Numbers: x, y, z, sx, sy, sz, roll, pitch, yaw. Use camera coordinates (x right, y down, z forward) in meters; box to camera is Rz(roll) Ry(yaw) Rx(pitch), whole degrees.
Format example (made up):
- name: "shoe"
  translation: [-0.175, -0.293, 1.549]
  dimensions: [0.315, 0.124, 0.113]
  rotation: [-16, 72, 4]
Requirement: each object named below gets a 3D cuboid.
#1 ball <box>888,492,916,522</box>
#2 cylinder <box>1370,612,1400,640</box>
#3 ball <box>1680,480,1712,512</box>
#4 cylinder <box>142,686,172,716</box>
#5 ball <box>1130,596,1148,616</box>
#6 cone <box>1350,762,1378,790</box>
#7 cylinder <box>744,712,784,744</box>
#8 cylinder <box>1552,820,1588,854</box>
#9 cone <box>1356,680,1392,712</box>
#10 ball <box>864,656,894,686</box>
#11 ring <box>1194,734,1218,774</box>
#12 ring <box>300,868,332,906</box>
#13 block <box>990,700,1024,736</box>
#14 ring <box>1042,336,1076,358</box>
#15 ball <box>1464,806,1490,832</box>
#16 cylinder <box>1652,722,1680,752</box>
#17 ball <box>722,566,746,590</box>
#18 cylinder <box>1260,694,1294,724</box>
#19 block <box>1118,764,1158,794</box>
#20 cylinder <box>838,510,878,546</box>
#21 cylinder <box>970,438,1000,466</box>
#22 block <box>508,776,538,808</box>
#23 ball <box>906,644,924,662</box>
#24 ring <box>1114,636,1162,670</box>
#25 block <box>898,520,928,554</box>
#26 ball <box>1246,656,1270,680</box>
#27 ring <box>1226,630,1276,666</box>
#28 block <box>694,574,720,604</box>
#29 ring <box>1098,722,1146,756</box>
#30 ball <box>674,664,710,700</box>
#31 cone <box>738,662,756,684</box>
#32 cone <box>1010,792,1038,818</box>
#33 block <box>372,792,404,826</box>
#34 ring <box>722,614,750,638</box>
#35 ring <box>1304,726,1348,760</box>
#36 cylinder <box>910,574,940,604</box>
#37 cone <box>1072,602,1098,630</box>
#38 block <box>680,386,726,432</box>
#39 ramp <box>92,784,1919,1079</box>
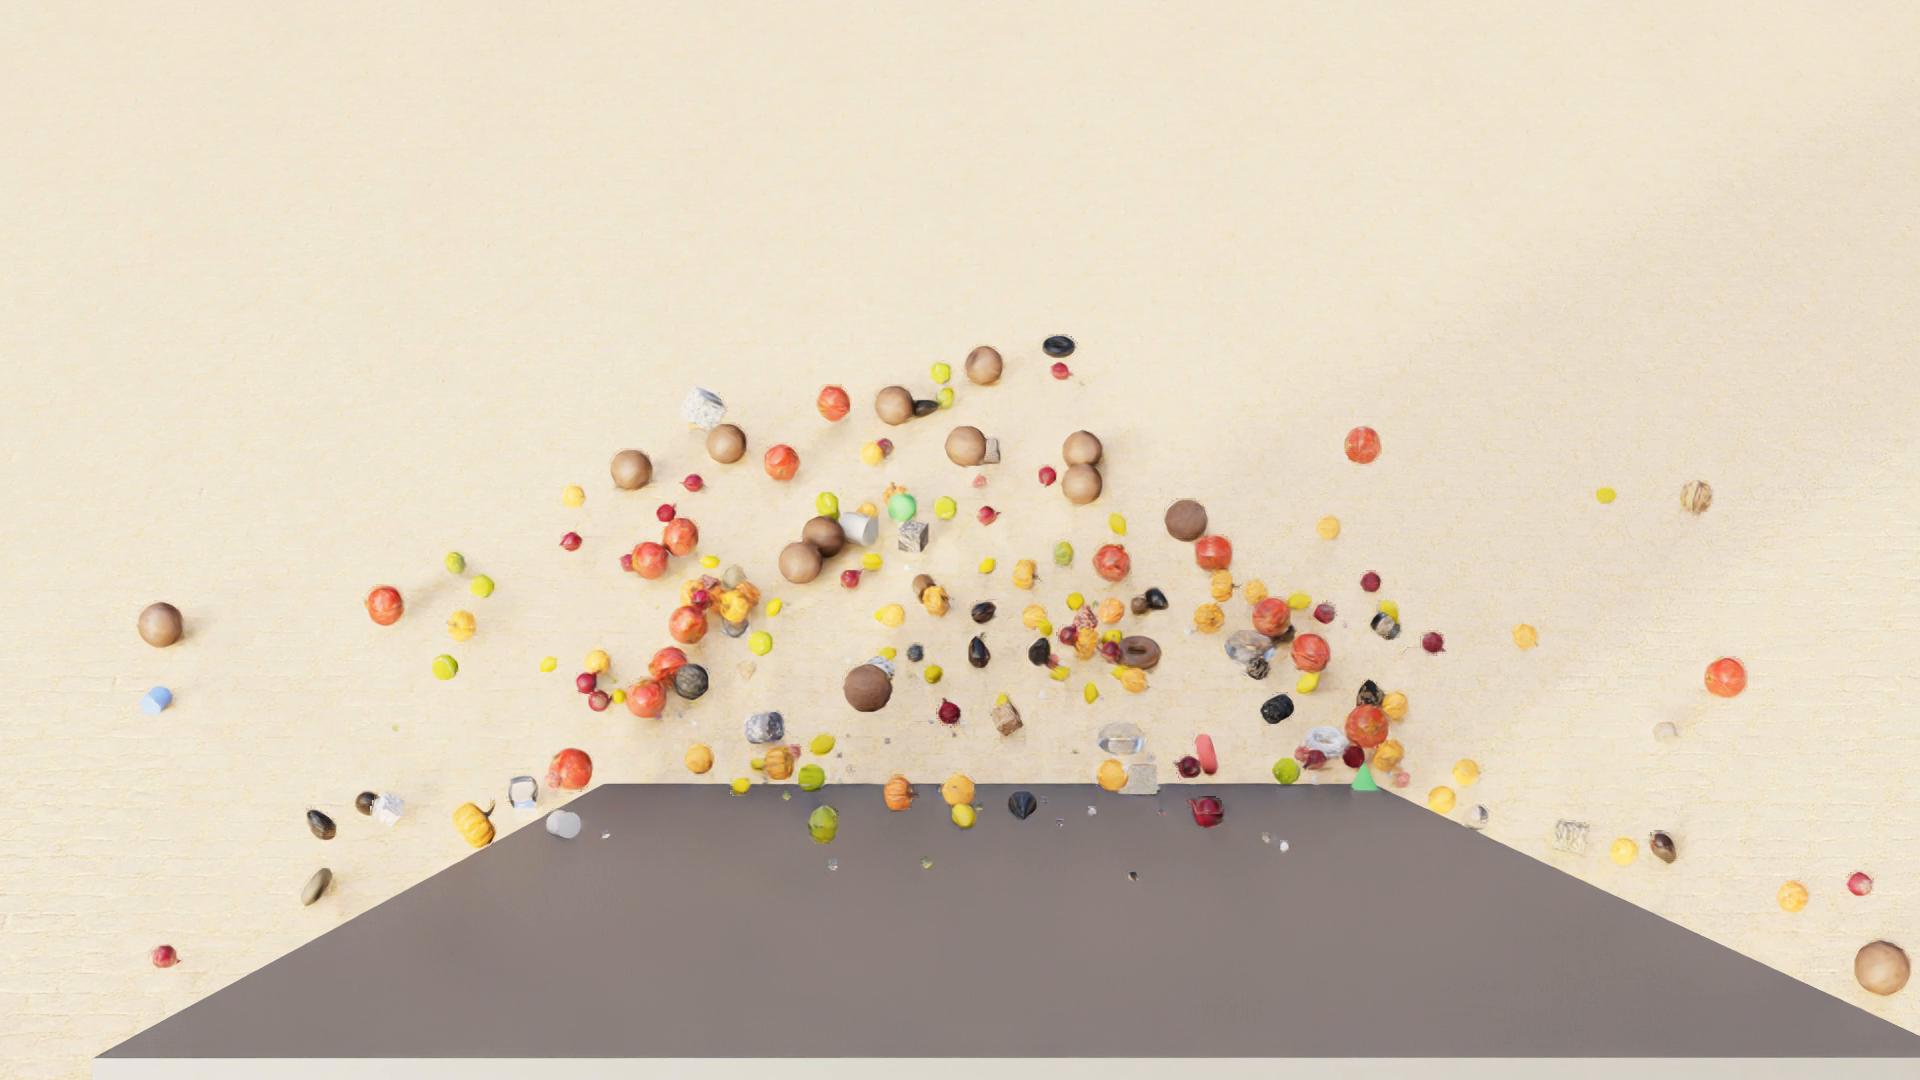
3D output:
- name: "ball"
  translation: [-0.177, -0.100, 7.953]
  dimensions: [0.089, 0.089, 0.089]
  rotation: [0, 33, 0]
- name: "cylinder"
  translation: [1.221, 0.249, 7.445]
  dimensions: [0.060, 0.060, 0.060]
  rotation: [-17, 36, -24]
- name: "ball"
  translation: [2.271, -0.136, 8.000]
  dimensions: [0.097, 0.097, 0.097]
  rotation: [0, 33, 0]
- name: "cylinder"
  translation: [-2.214, 0.442, 7.152]
  dimensions: [0.060, 0.060, 0.060]
  rotation: [11, 35, 16]
- name: "ball"
  translation: [0.520, 0.191, 7.541]
  dimensions: [0.055, 0.055, 0.055]
  rotation: [0, 33, 0]
- name: "cone"
  translation: [1.025, 0.595, 6.579]
  dimensions: [0.070, 0.070, 0.070]
  rotation: [0, -1, 0]
- name: "cylinder"
  translation: [-0.529, 0.507, 7.007]
  dimensions: [0.079, 0.079, 0.079]
  rotation: [-12, 25, 31]
- name: "cylinder"
  translation: [1.564, 0.763, 6.649]
  dimensions: [0.077, 0.077, 0.077]
  rotation: [10, 35, 15]
- name: "cone"
  translation: [1.162, 0.442, 7.169]
  dimensions: [0.092, 0.092, 0.092]
  rotation: [17, 26, -25]
- name: "ball"
  translation: [-0.221, 0.359, 7.091]
  dimensions: [0.084, 0.084, 0.084]
  rotation: [0, 33, 0]
- name: "ring"
  translation: [0.652, 0.567, 6.863]
  dimensions: [0.038, 0.114, 0.114]
  rotation: [-18, 30, 16]
- name: "ring"
  translation: [-1.606, 0.865, 6.472]
  dimensions: [0.035, 0.106, 0.106]
  rotation: [35, 39, 0]
- name: "block"
  translation: [0.126, 0.482, 7.003]
  dimensions: [0.059, 0.059, 0.059]
  rotation: [-31, 54, 13]
- name: "ring"
  translation: [0.336, -0.660, 8.853]
  dimensions: [0.117, 0.039, 0.117]
  rotation: [-1, 33, 1]
- name: "ball"
  translation: [1.075, 0.580, 5.402]
  dimensions: [0.053, 0.053, 0.053]
  rotation: [0, 33, 0]
- name: "cylinder"
  translation: [1.911, 0.532, 7.017]
  dimensions: [0.059, 0.059, 0.059]
  rotation: [-1, 33, -2]
- name: "ball"
  translation: [-0.666, 0.111, 7.650]
  dimensions: [0.068, 0.068, 0.068]
  rotation: [0, 33, 0]
- name: "cylinder"
  translation: [0.857, 0.456, 7.001]
  dimensions: [0.065, 0.065, 0.065]
  rotation: [24, 29, 32]
- name: "block"
  translation: [0.440, 0.591, 6.417]
  dimensions: [0.071, 0.071, 0.071]
  rotation: [1, -1, -24]
- name: "cylinder"
  translation: [-0.307, -0.034, 7.845]
  dimensions: [0.089, 0.089, 0.089]
  rotation: [16, 36, 28]
- name: "cylinder"
  translation: [0.079, -0.279, 8.229]
  dimensions: [0.081, 0.081, 0.081]
  rotation: [-7, 34, -7]
- name: "block"
  translation: [-1.143, 0.660, 6.788]
  dimensions: [0.061, 0.061, 0.061]
  rotation: [-3, 58, 4]
- name: "ball"
  translation: [-0.126, 0.320, 7.347]
  dimensions: [0.050, 0.050, 0.050]
  rotation: [0, 33, 0]
- name: "ring"
  translation: [0.505, 0.319, 7.355]
  dimensions: [0.134, 0.045, 0.134]
  rotation: [0, 34, 0]
- name: "block"
  translation: [-0.141, -0.010, 7.833]
  dimensions: [0.069, 0.069, 0.069]
  rotation: [13, 35, 18]
- name: "ball"
  translation: [0.835, 0.359, 7.274]
  dimensions: [0.066, 0.066, 0.066]
  rotation: [0, 33, 0]
- name: "ring"
  translation: [0.826, 0.306, 7.373]
  dimensions: [0.144, 0.048, 0.144]
  rotation: [0, 34, 0]
- name: "block"
  translation: [-0.743, 0.142, 7.615]
  dimensions: [0.054, 0.054, 0.054]
  rotation: [19, 37, 27]
- name: "ring"
  translation: [0.437, 0.538, 7.020]
  dimensions: [0.131, 0.044, 0.131]
  rotation: [0, 31, 0]
- name: "ball"
  translation: [-0.740, 0.390, 7.146]
  dimensions: [0.099, 0.099, 0.099]
  rotation: [0, 33, 0]
- name: "cone"
  translation: [-0.597, 0.379, 7.282]
  dimensions: [0.056, 0.056, 0.056]
  rotation: [-2, 60, -3]
- name: "cone"
  translation: [0.138, 0.598, 5.716]
  dimensions: [0.065, 0.065, 0.065]
  rotation: [3, 15, 5]
- name: "block"
  translation: [-1.485, 0.698, 6.733]
  dimensions: [0.055, 0.055, 0.055]
  rotation: [29, 40, -29]
- name: "ring"
  translation: [-0.646, 0.248, 7.473]
  dimensions: [0.083, 0.028, 0.083]
  rotation: [2, 41, -1]
- name: "ring"
  translation: [0.988, 0.547, 7.012]
  dimensions: [0.121, 0.040, 0.121]
  rotation: [0, 34, 0]
- name: "cylinder"
  translation: [-0.101, 0.144, 7.600]
  dimensions: [0.067, 0.067, 0.067]
  rotation: [-13, 28, -19]
- name: "cone"
  translation: [0.363, 0.209, 7.494]
  dimensions: [0.076, 0.076, 0.076]
  rotation: [0, 33, 0]
- name: "block"
  translation: [-0.816, -0.419, 8.240]
  dimensions: [0.090, 0.090, 0.090]
  rotation: [21, 22, -35]
- name: "ramp"
  translation: [0.074, 0.643, 4.764]
  dimensions: [2.000, 0.100, 4.000]
  rotation: [0, -1, 0]
